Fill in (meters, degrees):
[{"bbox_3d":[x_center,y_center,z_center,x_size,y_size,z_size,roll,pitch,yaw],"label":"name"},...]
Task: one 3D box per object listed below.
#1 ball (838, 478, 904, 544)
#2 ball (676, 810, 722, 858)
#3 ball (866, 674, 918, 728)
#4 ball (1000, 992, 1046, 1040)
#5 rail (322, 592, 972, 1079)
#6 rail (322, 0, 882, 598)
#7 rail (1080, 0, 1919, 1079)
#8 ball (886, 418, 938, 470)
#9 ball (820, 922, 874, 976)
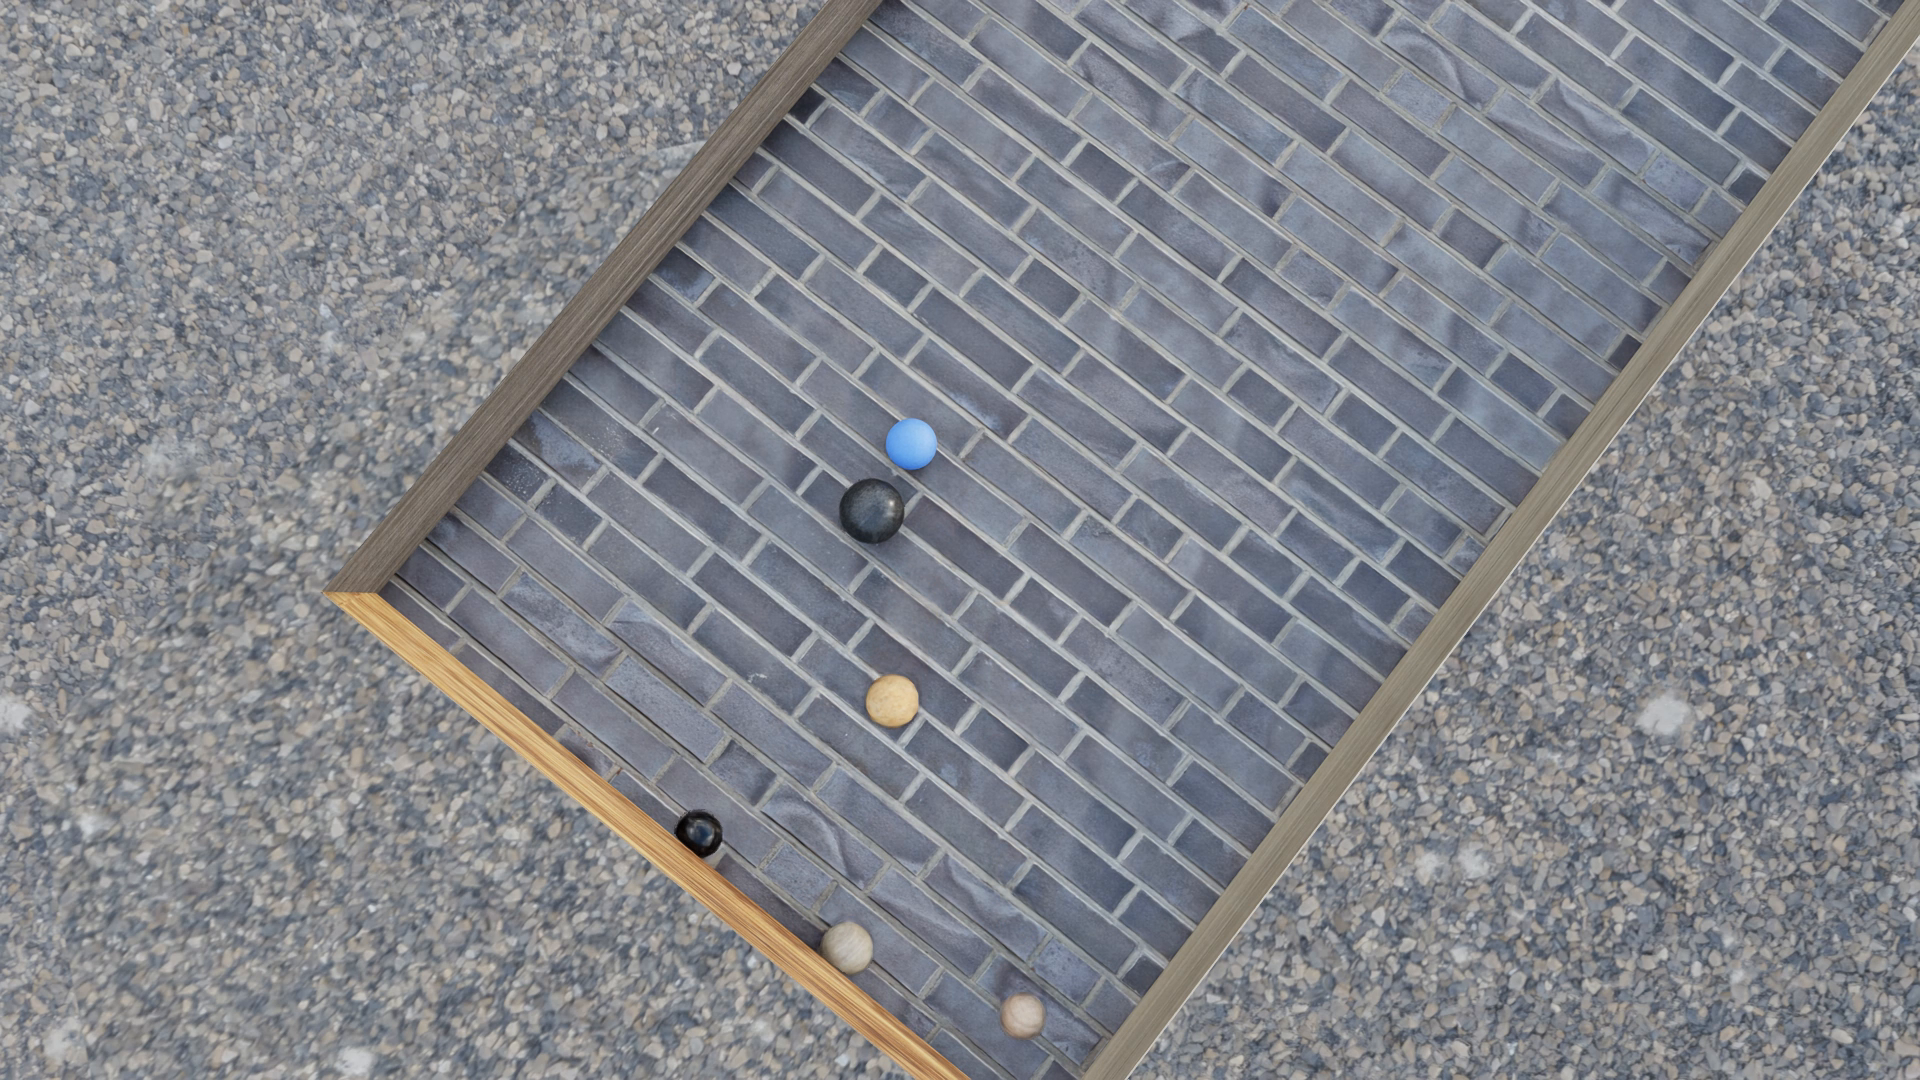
[{"bbox_3d":[-0.132,-0.043,3.279,0.098,0.098,0.098,0,80,0],"label":"ball"},{"bbox_3d":[-0.381,0.430,3.209,0.069,0.069,0.069,0,80,0],"label":"ball"},{"bbox_3d":[-0.100,0.237,3.239,0.079,0.079,0.079,0,80,0],"label":"ball"},{"bbox_3d":[0.090,0.685,3.165,0.066,0.066,0.066,0,80,0],"label":"ball"},{"bbox_3d":[-0.388,0.476,3.170,1.332,0.128,0.045,38,82,6],"label":"rail"},{"bbox_3d":[-0.099,-0.897,3.417,0.045,0.128,2.591,38,82,6],"label":"rail"},{"bbox_3d":[0.906,-0.110,3.275,0.045,0.128,2.591,38,82,6],"label":"rail"},{"bbox_3d":[-0.073,-0.144,3.308,0.078,0.078,0.078,0,80,0],"label":"ball"},{"bbox_3d":[-0.164,0.591,3.176,0.076,0.076,0.076,0,80,0],"label":"ball"}]
